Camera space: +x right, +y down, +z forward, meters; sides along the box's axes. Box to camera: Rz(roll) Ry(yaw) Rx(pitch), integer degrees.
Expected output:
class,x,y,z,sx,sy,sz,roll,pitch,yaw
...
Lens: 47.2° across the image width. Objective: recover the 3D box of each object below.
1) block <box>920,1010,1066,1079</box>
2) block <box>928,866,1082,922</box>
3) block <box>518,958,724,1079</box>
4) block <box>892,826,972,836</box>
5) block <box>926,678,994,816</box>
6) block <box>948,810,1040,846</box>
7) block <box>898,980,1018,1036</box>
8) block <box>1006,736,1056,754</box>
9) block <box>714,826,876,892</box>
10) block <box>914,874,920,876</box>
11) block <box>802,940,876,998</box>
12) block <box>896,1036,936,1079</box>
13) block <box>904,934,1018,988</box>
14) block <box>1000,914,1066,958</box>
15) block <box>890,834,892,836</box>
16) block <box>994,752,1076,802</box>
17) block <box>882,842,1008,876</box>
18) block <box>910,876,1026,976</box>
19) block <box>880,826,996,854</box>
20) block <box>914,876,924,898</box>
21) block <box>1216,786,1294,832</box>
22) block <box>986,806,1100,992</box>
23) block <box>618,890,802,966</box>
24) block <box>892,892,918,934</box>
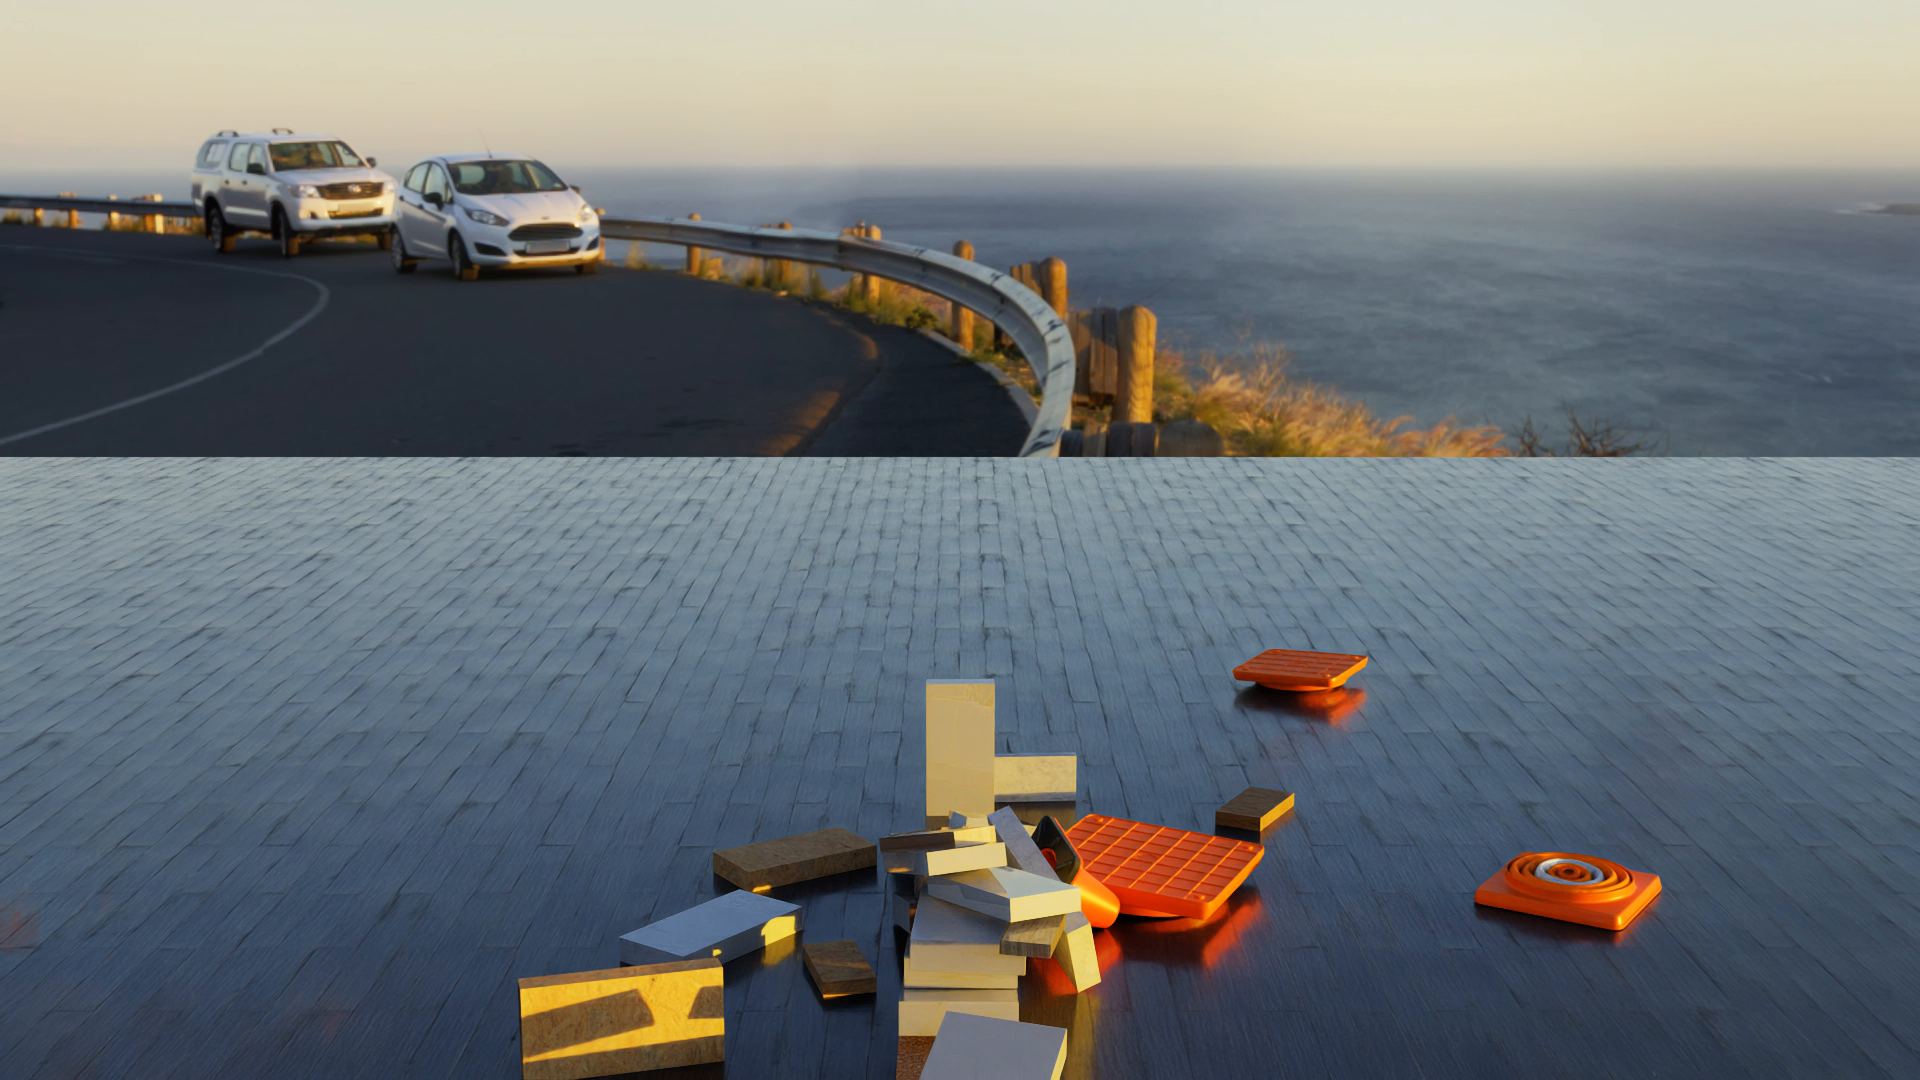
class,x,y,z,sx,sy,sz,roll,pitch,yaw
block,0.022,0.703,2.703,0.159,0.045,0.318,6,26,12
block,0.059,0.489,3.063,0.113,0.032,0.225,-4,3,-30
block,-0.457,0.650,2.975,0.271,0.135,0.038,-3,11,-17
block,-0.042,0.460,3.400,0.080,0.023,0.160,-10,-9,15
block,0.000,0.385,4.082,0.126,0.252,0.036,0,11,-1
block,0.056,0.501,3.822,0.126,0.036,0.252,9,-5,-6
block,-0.001,0.642,3.069,0.159,0.045,0.318,0,-3,0
block,0.146,0.433,4.447,0.088,0.025,0.176,-1,11,-4
block,-0.284,0.549,3.791,0.252,0.036,0.126,-7,13,-33
block,-0.020,0.503,3.466,0.129,0.037,0.258,1,-6,-7
block,-0.183,0.644,3.314,0.080,0.023,0.160,-3,11,-15
block,-0.003,0.714,2.881,0.159,0.045,0.318,0,11,0
block,0.001,0.602,3.175,0.156,0.044,0.311,0,-3,0
block,0.098,0.528,2.954,0.068,0.019,0.136,3,9,11
block,-0.033,0.526,3.731,0.129,0.037,0.258,1,-4,-12
block,0.132,0.451,4.179,0.175,0.088,0.025,-1,11,-3
block,-0.026,0.461,3.187,0.112,0.032,0.286,-5,-6,-15
block,0.018,0.535,3.098,0.156,0.044,0.311,2,9,3
block,-0.033,0.432,3.171,0.080,0.023,0.160,-1,-8,-44
block,-0.005,0.545,3.515,0.129,0.037,0.258,0,-6,0
block,0.549,0.499,4.090,0.088,0.025,0.175,6,12,28
block,0.125,0.537,3.307,0.038,0.135,0.271,-23,41,-13
block,-0.387,0.614,3.434,0.135,0.038,0.271,8,13,36
block,-0.014,0.573,3.391,0.156,0.044,0.311,1,-6,-6
